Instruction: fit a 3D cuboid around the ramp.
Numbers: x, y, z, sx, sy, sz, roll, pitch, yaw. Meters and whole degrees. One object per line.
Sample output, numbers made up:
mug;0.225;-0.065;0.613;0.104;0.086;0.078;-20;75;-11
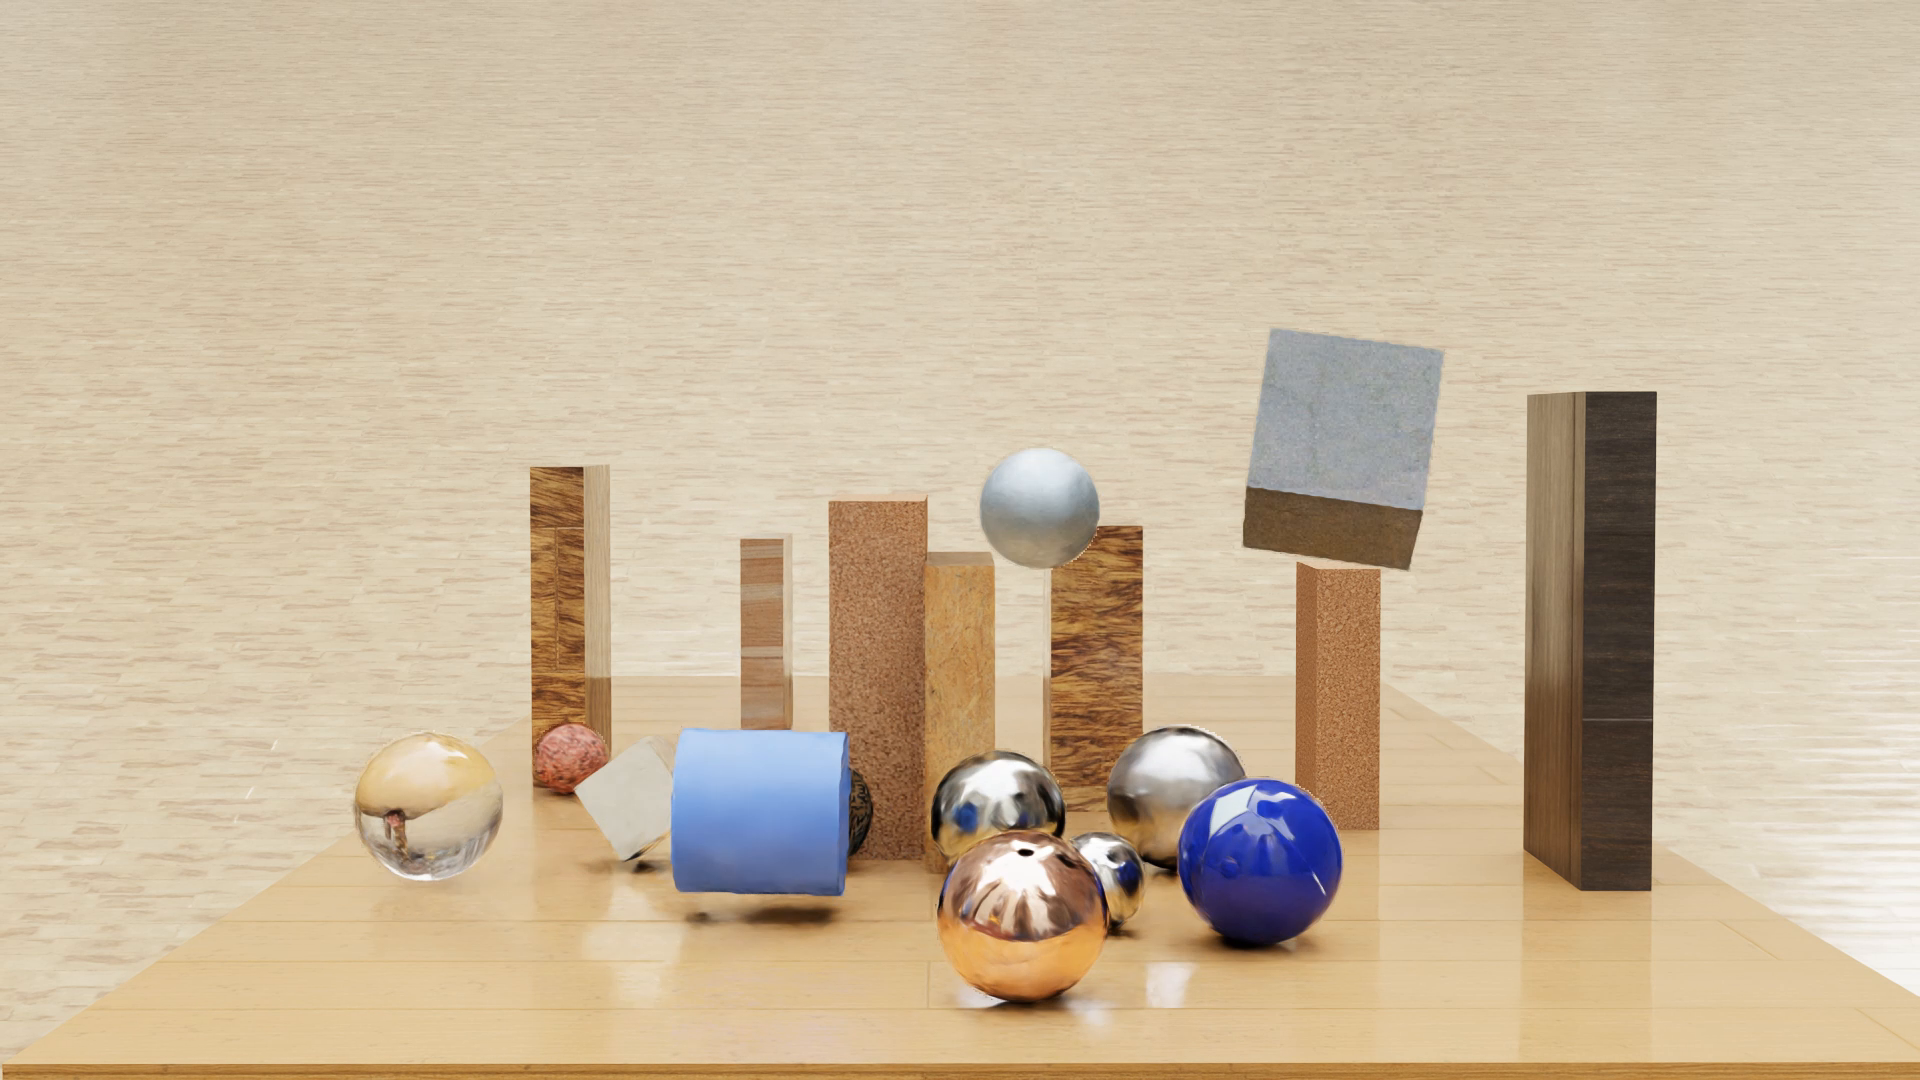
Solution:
ramp;0.053;0.480;4.538;2.000;0.100;4.000;0;2;0

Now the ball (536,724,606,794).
ball;-0.666;0.376;4.410;0.121;0.121;0.121;0;23;0

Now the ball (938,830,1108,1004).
ball;0.069;0.410;2.810;0.187;0.187;0.187;0;23;0

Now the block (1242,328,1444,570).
block;0.446;-0.104;3.015;0.199;0.199;0.199;8;-19;8

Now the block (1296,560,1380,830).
block;0.604;0.243;4.128;0.099;0.408;0.245;0;2;0

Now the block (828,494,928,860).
block;-0.121;0.195;3.938;0.138;0.521;0.423;0;2;0

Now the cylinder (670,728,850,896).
cylinder;-0.252;0.349;3.299;0.208;0.208;0.208;1;23;2

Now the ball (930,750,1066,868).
ball;0.052;0.380;3.521;0.186;0.186;0.186;0;23;0

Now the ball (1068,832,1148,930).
ball;0.171;0.425;3.205;0.124;0.124;0.124;0;23;0

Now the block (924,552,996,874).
block;0.000;0.244;3.821;0.098;0.434;0.425;0;2;0

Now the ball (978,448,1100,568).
ball;0.087;-0.035;2.830;0.133;0.133;0.133;0;23;0

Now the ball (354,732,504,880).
ball;-0.737;0.370;3.570;0.204;0.204;0.204;0;23;0

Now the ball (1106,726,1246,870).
ball;0.309;0.366;3.652;0.204;0.204;0.204;0;23;0

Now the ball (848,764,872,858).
ball;-0.208;0.384;3.652;0.168;0.168;0.168;0;23;0

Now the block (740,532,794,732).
block;-0.397;0.194;5.306;0.087;0.406;0.282;0;2;0

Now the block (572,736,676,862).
block;-0.454;0.369;3.689;0.126;0.126;0.126;-36;-6;2

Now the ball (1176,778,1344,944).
ball;0.363;0.390;3.125;0.201;0.201;0.201;0;23;0

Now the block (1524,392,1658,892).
block;0.887;0.130;3.644;0.096;0.675;0.353;0;2;0

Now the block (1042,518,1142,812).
block;0.223;0.202;4.394;0.150;0.468;0.390;0;2;0

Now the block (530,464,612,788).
block;-0.699;0.146;4.644;0.093;0.560;0.341;0;2;0
